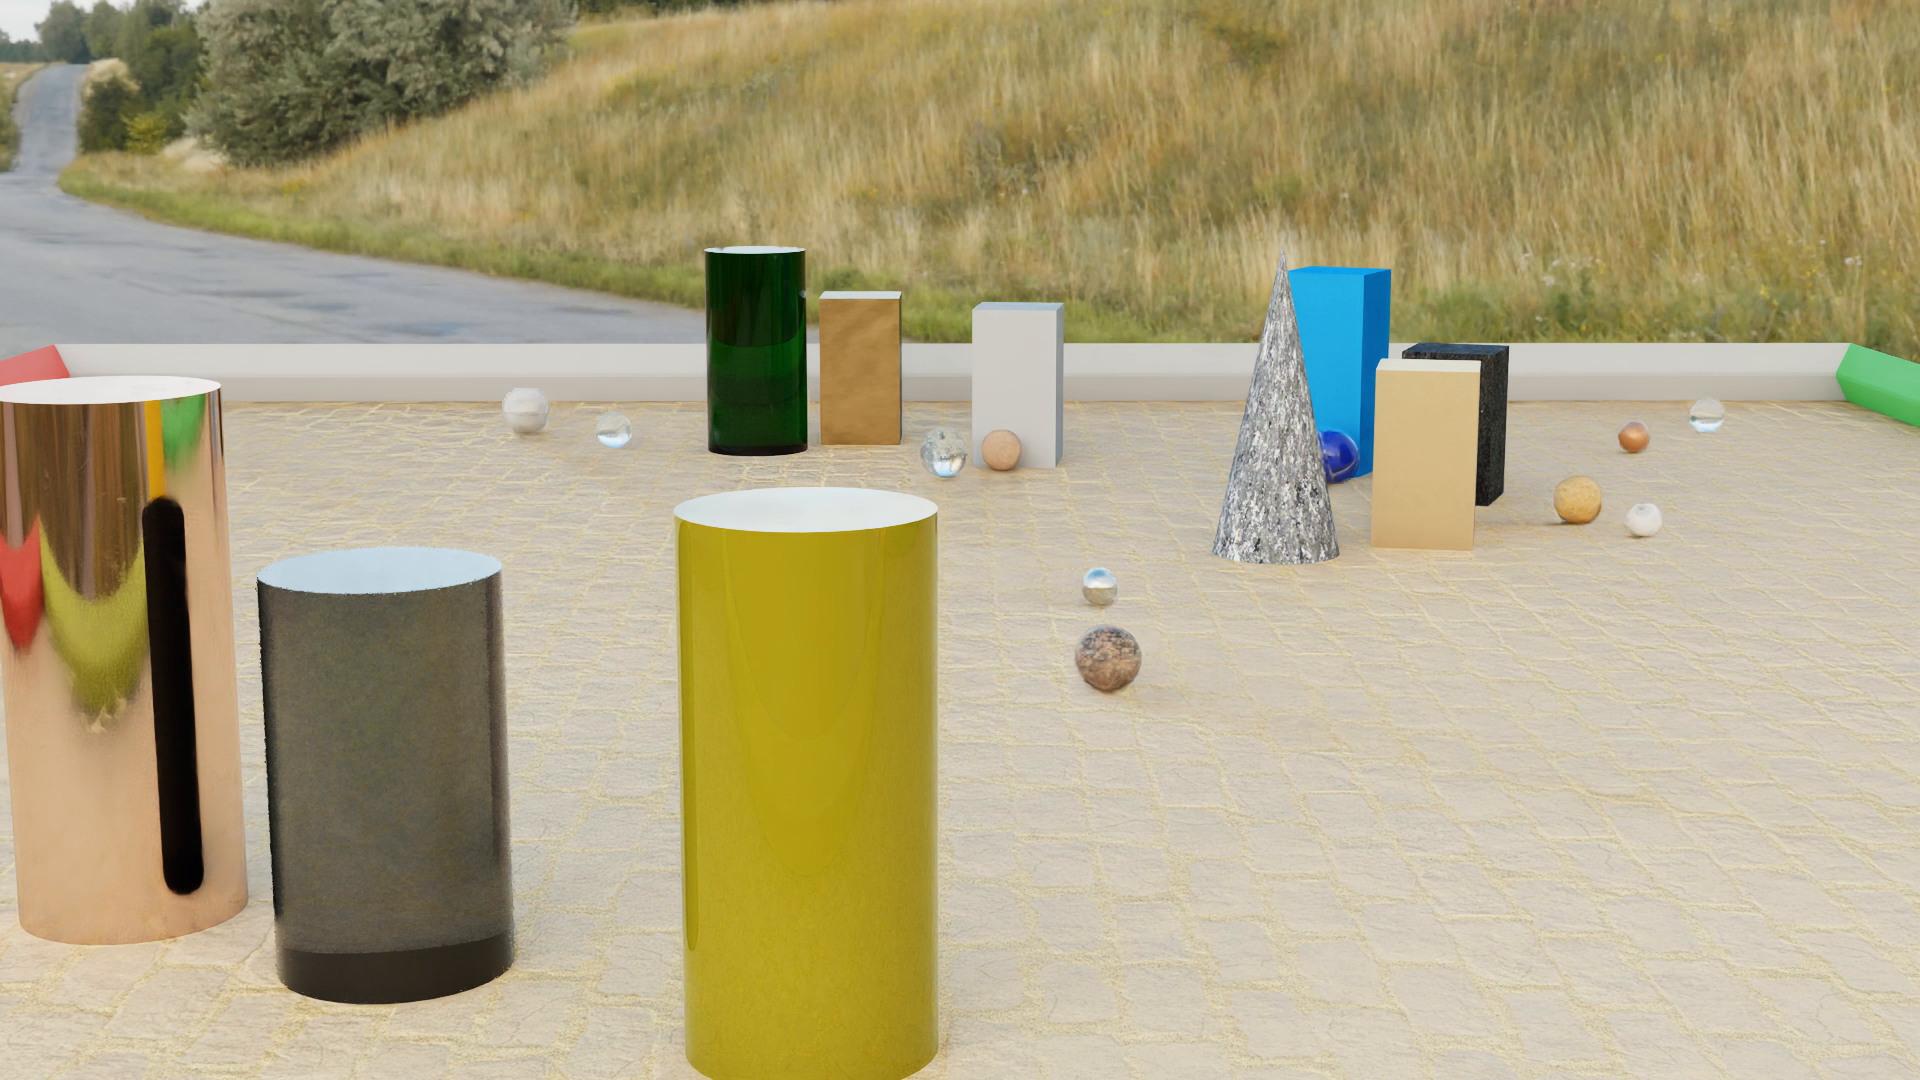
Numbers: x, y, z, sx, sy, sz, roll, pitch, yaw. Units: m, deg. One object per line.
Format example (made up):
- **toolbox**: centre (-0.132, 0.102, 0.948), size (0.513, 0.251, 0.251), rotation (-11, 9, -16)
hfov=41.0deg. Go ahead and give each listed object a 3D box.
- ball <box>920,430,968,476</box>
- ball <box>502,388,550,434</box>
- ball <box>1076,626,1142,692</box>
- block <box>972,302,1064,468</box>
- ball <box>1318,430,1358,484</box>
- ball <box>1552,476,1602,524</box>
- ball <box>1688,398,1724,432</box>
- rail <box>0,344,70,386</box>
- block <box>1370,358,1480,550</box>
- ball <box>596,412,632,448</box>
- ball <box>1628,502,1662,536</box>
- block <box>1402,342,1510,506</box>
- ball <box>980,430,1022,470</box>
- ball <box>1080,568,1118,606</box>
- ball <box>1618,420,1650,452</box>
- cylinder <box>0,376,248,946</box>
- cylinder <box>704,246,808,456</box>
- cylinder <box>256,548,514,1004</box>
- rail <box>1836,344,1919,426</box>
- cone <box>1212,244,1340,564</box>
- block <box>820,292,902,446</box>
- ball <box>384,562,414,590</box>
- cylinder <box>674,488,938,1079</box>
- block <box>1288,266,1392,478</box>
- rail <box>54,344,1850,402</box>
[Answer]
- **ball**: centre (-0.028, -0.155, 4.562), size (0.085, 0.085, 0.085), rotation (0, 11, 0)
- **ball**: centre (-0.860, -0.255, 5.084), size (0.090, 0.090, 0.090), rotation (0, 11, 0)
- **ball**: centre (0.174, 0.139, 3.007), size (0.078, 0.078, 0.078), rotation (0, 11, 0)
- **block**: centre (0.108, -0.287, 4.725), size (0.153, 0.286, 0.153), rotation (1, 11, 7)
- **ball**: centre (0.650, -0.146, 4.490), size (0.095, 0.095, 0.095), rotation (0, 11, 0)
- **ball**: centre (0.987, -0.065, 4.099), size (0.078, 0.078, 0.078), rotation (0, 11, 0)
- **ball**: centre (1.486, -0.247, 5.107), size (0.068, 0.068, 0.068), rotation (0, 11, 0)
- **rail**: centre (-1.927, 0.034, 3.438), size (0.045, 0.124, 4.332), rotation (0, 11, 0)
- **block**: centre (0.716, -0.133, 3.938), size (0.153, 0.271, 0.153), rotation (2, 11, 12)
- **ball**: centre (-0.661, -0.210, 4.904), size (0.068, 0.068, 0.068), rotation (0, 11, 0)
- **ball**: centre (1.065, -0.031, 3.988), size (0.053, 0.053, 0.053), rotation (0, 11, 0)
- **block**: centre (0.834, -0.198, 4.337), size (0.153, 0.252, 0.153), rotation (4, 11, 21)
- **ball**: centre (0.075, -0.163, 4.634), size (0.075, 0.075, 0.075), rotation (0, 11, 0)
- **ball**: centre (0.190, 0.064, 3.482), size (0.052, 0.052, 0.052), rotation (0, 11, 0)
- **ball**: centre (1.275, -0.195, 4.850), size (0.060, 0.060, 0.060), rotation (0, 11, 0)
- **cylinder**: centre (-0.719, 0.097, 2.196), size (0.191, 0.456, 0.191), rotation (0, 11, 0)
- **cylinder**: centre (-0.386, -0.360, 4.863), size (0.191, 0.379, 0.191), rotation (0, 11, 0)
- **cylinder**: centre (-0.461, 0.185, 2.073), size (0.191, 0.329, 0.191), rotation (0, 11, 0)
- **rail**: centre (1.927, 0.030, 3.460), size (0.045, 0.124, 4.332), rotation (0, 11, 0)
- **cone**: centre (0.476, -0.209, 3.823), size (0.191, 0.463, 0.191), rotation (0, 11, 0)
- **block**: centre (-0.192, -0.336, 4.998), size (0.153, 0.282, 0.153), rotation (0, 11, 1)
- **ball**: centre (-0.784, 0.051, 3.582), size (0.041, 0.041, 0.041), rotation (0, 11, 0)
- **cylinder**: centre (-0.111, 0.178, 1.889), size (0.191, 0.409, 0.191), rotation (0, 11, 0)
- **block**: centre (0.676, -0.307, 4.630), size (0.153, 0.359, 0.153), rotation (5, 12, 27)
- **rail**: centre (-0.012, -0.360, 5.555), size (3.902, 0.124, 0.045), rotation (0, 11, 0)
